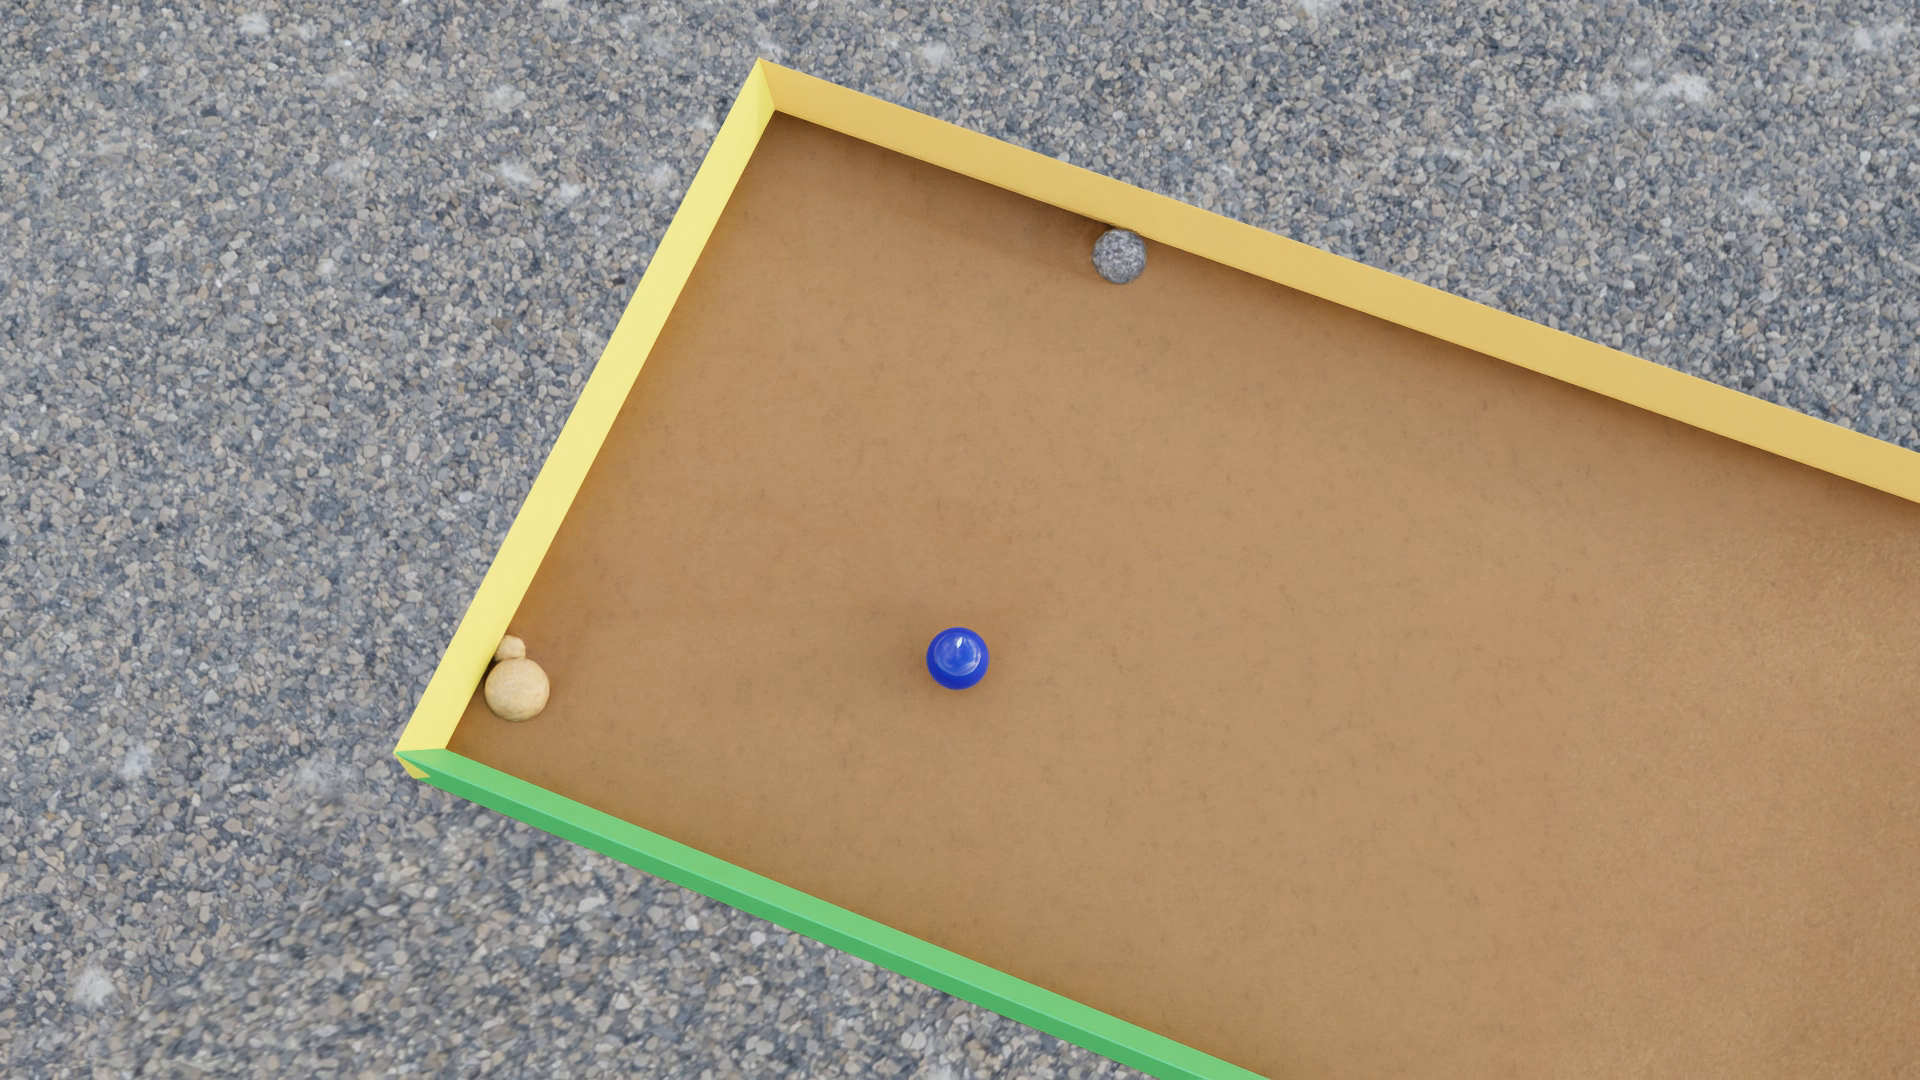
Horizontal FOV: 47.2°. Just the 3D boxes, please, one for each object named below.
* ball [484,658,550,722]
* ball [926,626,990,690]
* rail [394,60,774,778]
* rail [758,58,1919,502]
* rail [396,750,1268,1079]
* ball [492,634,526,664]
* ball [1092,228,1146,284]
[{"bbox_3d":[-0.685,0.231,3.400,0.100,0.100,0.100,0,67,0],"label":"ball"},{"bbox_3d":[-0.004,0.184,3.420,0.099,0.099,0.099,0,67,0],"label":"ball"},{"bbox_3d":[-0.574,-0.222,3.576,0.045,0.129,1.339,20,68,8],"label":"rail"},{"bbox_3d":[0.837,-0.340,3.626,2.569,0.129,0.045,20,68,8],"label":"rail"},{"bbox_3d":[0.354,0.763,3.157,2.569,0.129,0.045,20,68,8],"label":"rail"},{"bbox_3d":[-0.708,0.176,3.449,0.054,0.054,0.054,0,67,0],"label":"ball"},{"bbox_3d":[0.268,-0.478,3.707,0.091,0.091,0.091,0,67,0],"label":"ball"}]
